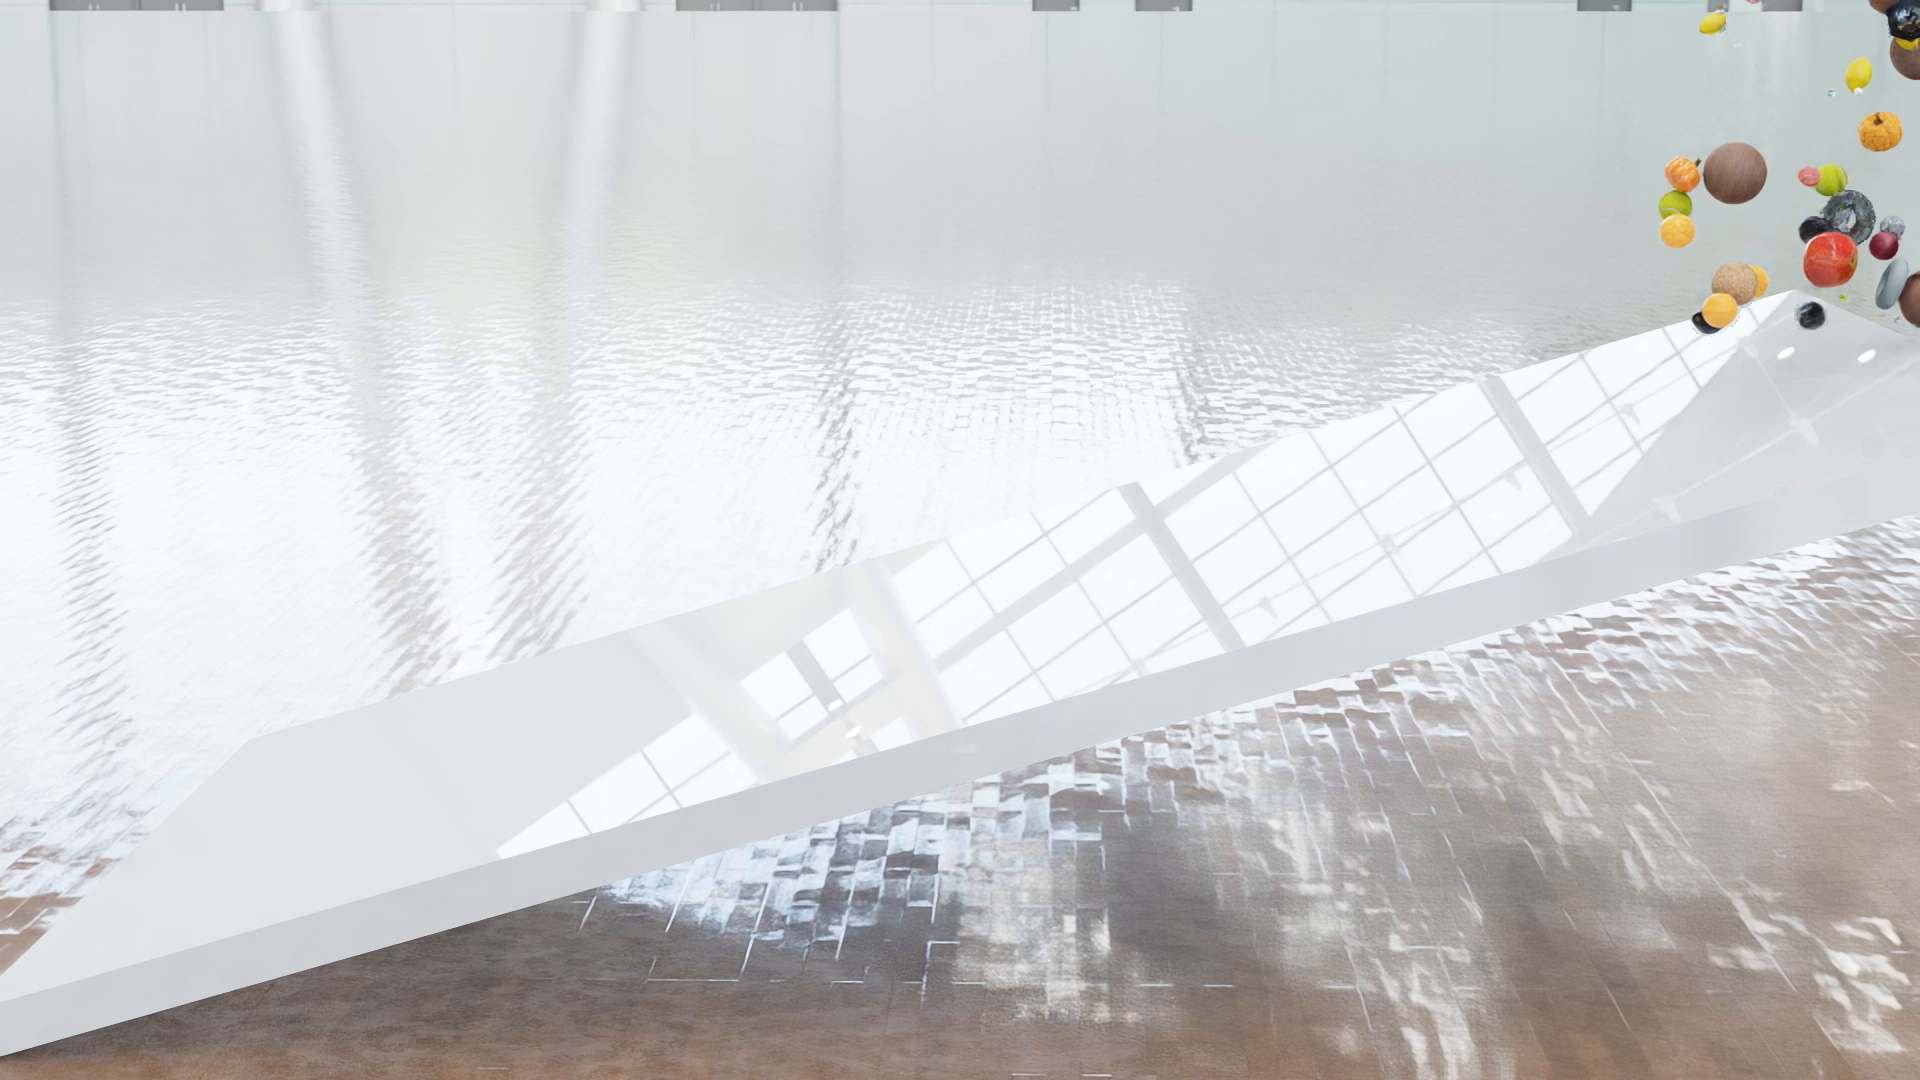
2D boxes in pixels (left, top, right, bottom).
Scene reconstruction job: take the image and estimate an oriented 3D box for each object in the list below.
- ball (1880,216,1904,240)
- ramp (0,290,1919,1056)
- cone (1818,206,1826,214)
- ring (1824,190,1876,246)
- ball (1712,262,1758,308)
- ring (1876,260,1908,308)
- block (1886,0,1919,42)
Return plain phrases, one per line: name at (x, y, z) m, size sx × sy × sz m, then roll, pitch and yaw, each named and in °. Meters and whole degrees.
ball at (1.914, -0.641, 6.038) m, size 0.050 × 0.050 × 0.050 m, roll 0°, pitch 11°, yaw 0°
ramp at (0.093, 0.186, 6.317) m, size 4.000 × 0.100 × 2.000 m, roll -16°, pitch 10°, yaw 5°
cone at (1.826, -0.690, 6.172) m, size 0.061 × 0.061 × 0.061 m, roll -9°, pitch 9°, yaw -38°
ring at (1.816, -0.657, 6.007) m, size 0.039 × 0.116 × 0.116 m, roll -12°, pitch 16°, yaw -37°
ball at (1.609, -0.531, 6.105) m, size 0.094 × 0.094 × 0.094 m, roll 0°, pitch 11°, yaw 0°
ring at (1.904, -0.523, 6.010) m, size 0.036 × 0.109 × 0.109 m, roll 21°, pitch 13°, yaw 4°
block at (1.940, -1.064, 6.009) m, size 0.060 × 0.060 × 0.060 m, roll 9°, pitch -23°, yaw -29°
